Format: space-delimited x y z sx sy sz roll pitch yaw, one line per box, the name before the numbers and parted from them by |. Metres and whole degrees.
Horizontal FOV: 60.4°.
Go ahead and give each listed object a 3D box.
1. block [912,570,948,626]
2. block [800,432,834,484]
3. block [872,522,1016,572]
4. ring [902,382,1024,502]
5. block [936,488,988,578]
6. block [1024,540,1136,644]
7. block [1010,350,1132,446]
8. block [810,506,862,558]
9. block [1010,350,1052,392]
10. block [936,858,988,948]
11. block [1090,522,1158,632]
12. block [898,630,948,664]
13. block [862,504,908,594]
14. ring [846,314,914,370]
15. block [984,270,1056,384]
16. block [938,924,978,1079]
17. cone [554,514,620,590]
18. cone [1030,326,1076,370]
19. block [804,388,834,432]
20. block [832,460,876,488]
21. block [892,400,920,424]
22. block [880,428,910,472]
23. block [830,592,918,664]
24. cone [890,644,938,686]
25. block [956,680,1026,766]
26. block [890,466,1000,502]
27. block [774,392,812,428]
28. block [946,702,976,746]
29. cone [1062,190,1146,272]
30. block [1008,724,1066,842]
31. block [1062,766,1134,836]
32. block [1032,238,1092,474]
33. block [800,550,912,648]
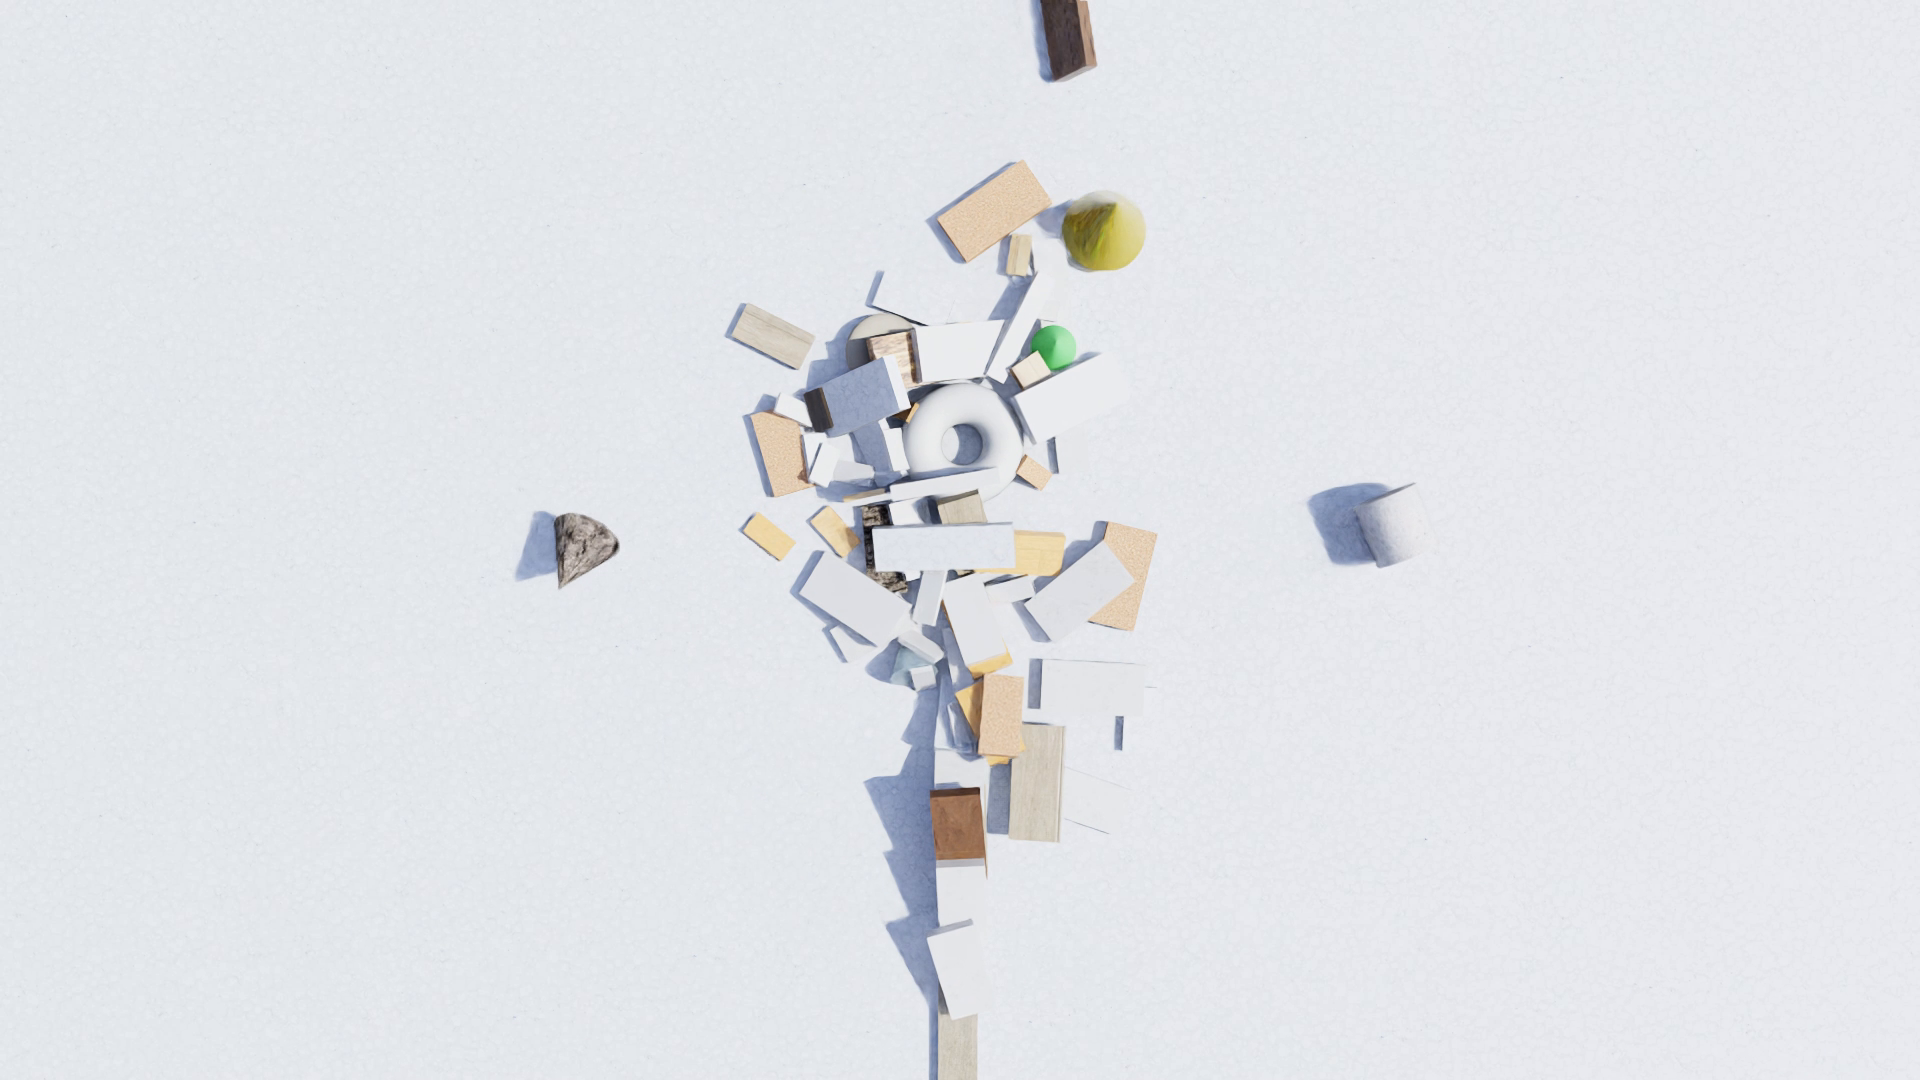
block | -0.092 0.157 5.419 0.075 0.021 0.240 12 87 24
block | -0.473 -0.270 5.464 0.081 0.023 0.162 -7 85 -30
block | -0.051 0.023 5.363 0.460 0.040 0.142 -2 103 10
ring | 0.007 -0.315 5.434 0.409 0.136 0.409 0 90 -1
block | 0.029 -0.017 5.418 0.142 0.040 0.284 -17 117 0
block | 0.395 0.174 5.437 0.336 0.048 0.168 -39 79 8
block | 0.367 -0.468 5.414 0.375 0.049 0.173 -27 95 -17
block | -0.412 -0.028 5.489 0.081 0.023 0.162 -42 90 0
block | 0.265 -0.500 5.425 0.108 0.031 0.217 -35 98 -16
block | 0.008 1.187 5.381 0.157 0.045 0.315 -2 113 0
block | 0.533 0.121 5.476 0.168 0.048 0.336 14 90 0
block | -0.124 0.350 5.439 0.149 0.075 0.021 30 122 21
block | -0.250 0.031 5.482 0.130 0.037 0.297 -5 90 0
ring | -0.251 -0.622 5.457 0.258 0.086 0.258 0 87 -1
block | 0.198 -0.701 5.419 0.068 0.019 0.387 28 86 -23
block | -0.005 1.370 5.482 0.130 0.037 0.989 0 90 0
cone | -1.252 0.074 5.340 0.228 0.228 0.228 19 53 0
cone | 0.311 -0.637 5.393 0.152 0.152 0.152 0 90 0
block | -0.467 -0.429 5.447 0.068 0.019 0.136 -17 90 32
block | -0.353 -0.222 5.468 0.139 0.020 0.069 11 90 19
block | -0.186 -0.430 5.438 0.019 0.135 0.068 27 90 -33
block | -0.210 -0.294 5.387 0.069 0.020 0.139 -11 82 -35
block | -0.285 0.290 5.462 0.259 0.037 0.130 -30 90 9
cone | -0.168 0.376 5.464 0.159 0.159 0.159 -14 63 0
block | 0.099 0.589 5.349 0.130 0.037 0.259 -25 78 -6
block | -0.045 -0.181 5.288 0.346 0.173 0.049 -10 94 2
block | -0.545 -0.429 5.452 0.136 0.019 0.068 23 70 -26
block | 0.006 0.599 5.388 0.071 0.020 0.142 -8 71 -10
cone | 0.487 -1.046 5.342 0.279 0.279 0.279 0 82 -3
block | 0.256 0.799 5.431 0.169 0.048 0.377 2 87 10
block | 0.405 0.856 5.478 0.315 0.045 0.158 19 90 0
block | 0.337 -0.611 5.485 0.108 0.031 0.777 -7 90 0
block | -0.343 0.195 5.430 0.338 0.048 0.169 32 92 15
